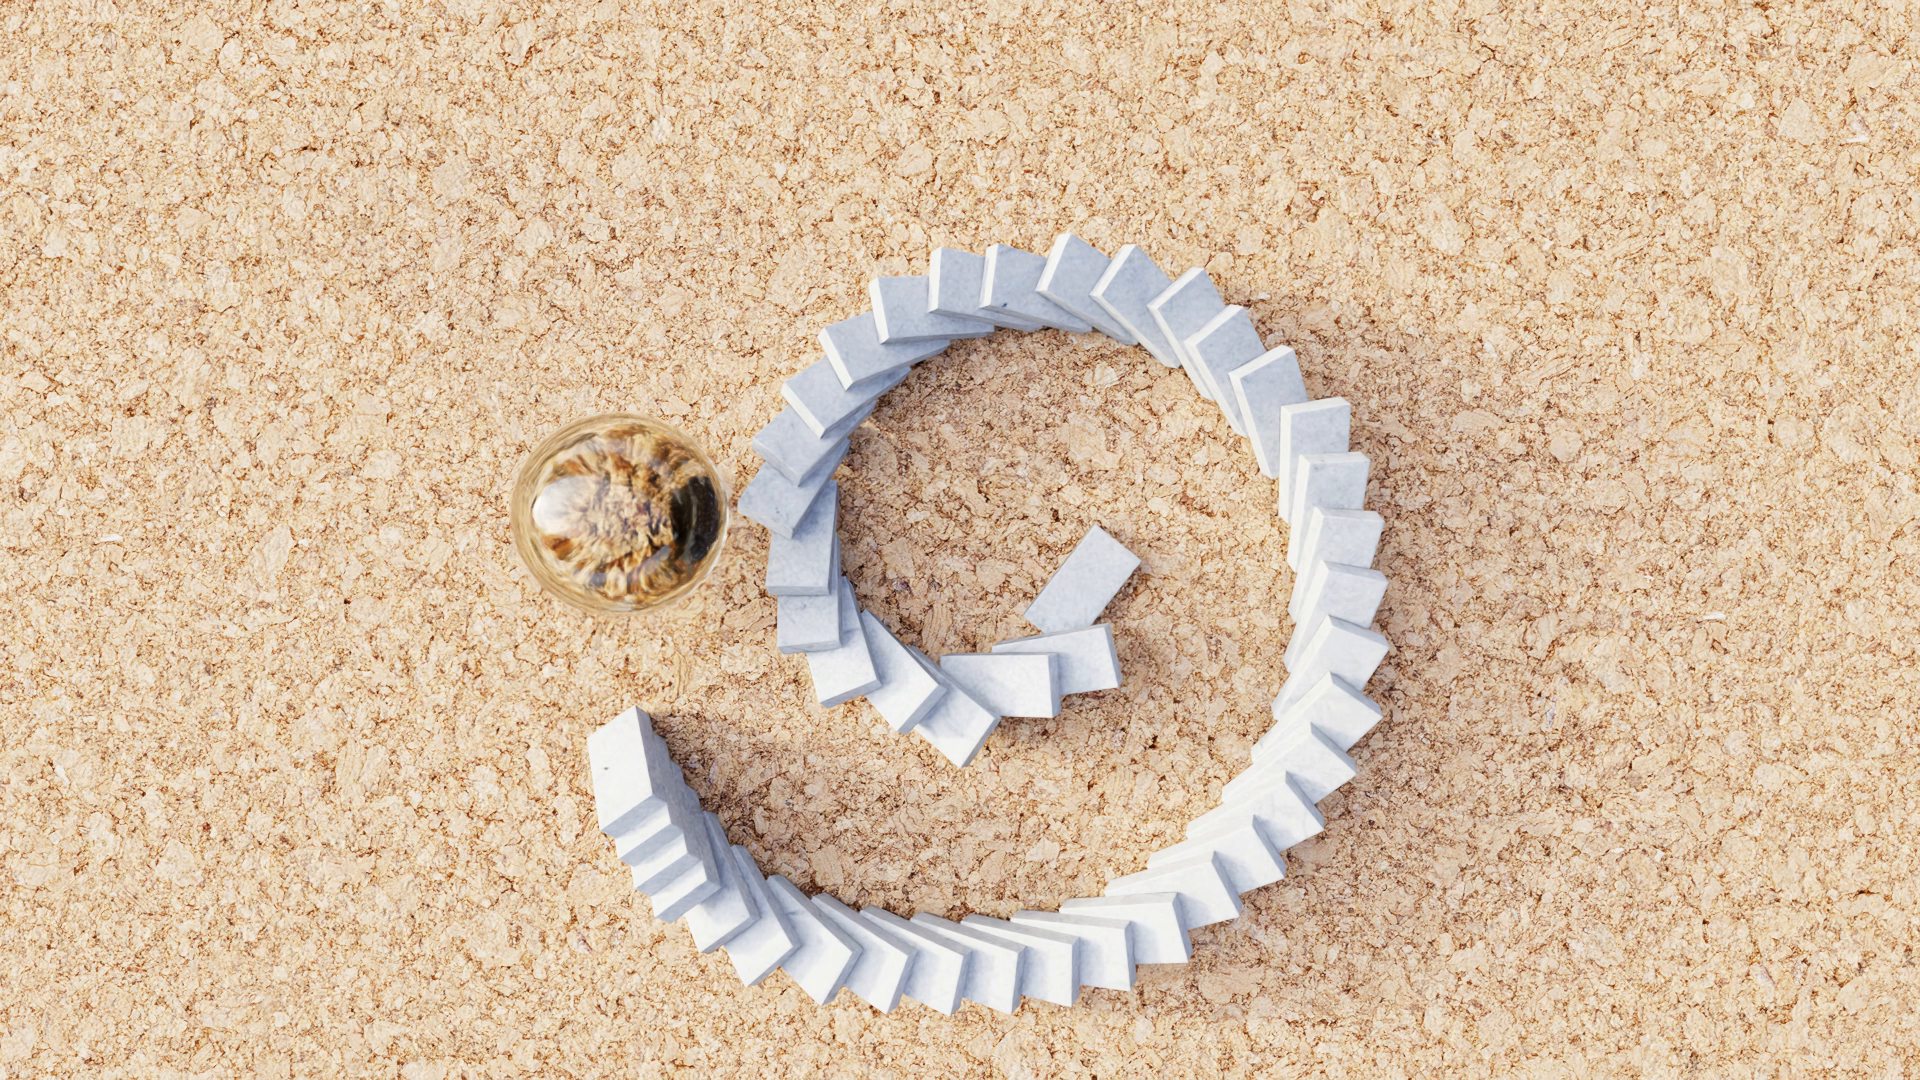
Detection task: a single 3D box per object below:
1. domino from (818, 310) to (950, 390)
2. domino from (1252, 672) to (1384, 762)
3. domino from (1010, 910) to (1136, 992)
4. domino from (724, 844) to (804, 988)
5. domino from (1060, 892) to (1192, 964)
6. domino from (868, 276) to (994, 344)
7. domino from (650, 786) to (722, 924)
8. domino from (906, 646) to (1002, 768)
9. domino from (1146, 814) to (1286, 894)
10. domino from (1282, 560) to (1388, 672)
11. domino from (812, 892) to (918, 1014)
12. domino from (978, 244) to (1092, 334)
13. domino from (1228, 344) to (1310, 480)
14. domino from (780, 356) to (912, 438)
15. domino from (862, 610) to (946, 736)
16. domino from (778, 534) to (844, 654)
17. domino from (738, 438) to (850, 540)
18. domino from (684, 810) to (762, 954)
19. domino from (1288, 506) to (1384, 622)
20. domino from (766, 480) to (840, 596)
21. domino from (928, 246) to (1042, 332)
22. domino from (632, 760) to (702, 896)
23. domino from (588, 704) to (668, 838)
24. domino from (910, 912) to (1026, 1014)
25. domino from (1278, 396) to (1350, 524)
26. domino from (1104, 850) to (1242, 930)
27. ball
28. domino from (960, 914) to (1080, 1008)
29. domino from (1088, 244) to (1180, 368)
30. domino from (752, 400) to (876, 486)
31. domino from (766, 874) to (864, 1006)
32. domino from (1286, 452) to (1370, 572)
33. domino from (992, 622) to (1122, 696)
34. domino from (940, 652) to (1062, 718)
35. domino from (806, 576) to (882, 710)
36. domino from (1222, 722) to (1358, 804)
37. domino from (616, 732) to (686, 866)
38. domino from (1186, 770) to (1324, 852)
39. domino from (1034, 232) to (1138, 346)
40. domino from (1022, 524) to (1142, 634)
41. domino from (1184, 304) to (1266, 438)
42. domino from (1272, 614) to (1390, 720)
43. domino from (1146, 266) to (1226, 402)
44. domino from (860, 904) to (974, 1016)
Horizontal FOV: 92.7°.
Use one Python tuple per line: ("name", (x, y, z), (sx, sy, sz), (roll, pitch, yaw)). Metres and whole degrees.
("domino", (-0.031, -0.084, 0.384), (0.050, 0.009, 0.025), (-27, 90, -28))
("domino", (0.149, 0.081, 0.384), (0.025, 0.009, 0.050), (34, 117, 0))
("domino", (0.047, 0.171, 0.385), (0.050, 0.009, 0.025), (-6, 90, 26))
("domino", (-0.090, 0.157, 0.384), (0.025, 0.009, 0.050), (-41, 63, 0))
("domino", (0.069, 0.163, 0.384), (0.050, 0.010, 0.025), (-15, 90, 27))
("domino", (-0.011, -0.097, 0.384), (0.050, 0.009, 0.025), (-11, 90, -28))
("domino", (-0.117, 0.128, 0.379), (0.025, 0.050, 0.009), (-36, 134, 0))
("domino", (-0.010, 0.069, 0.385), (0.050, 0.009, 0.025), (36, 96, 23))
("domino", (0.107, 0.137, 0.385), (0.050, 0.010, 0.025), (-32, 90, 26))
("domino", (0.157, 0.035, 0.385), (0.025, 0.009, 0.050), (11, 116, 0))
("domino", (-0.044, 0.172, 0.385), (0.050, 0.010, 0.025), (20, 90, 26))
("domino", (0.034, -0.105, 0.384), (0.050, 0.009, 0.025), (7, 90, -27))
("domino", (0.133, -0.053, 0.385), (0.025, 0.010, 0.050), (-28, 117, 0))
("domino", (-0.047, -0.067, 0.384), (0.050, 0.009, 0.025), (-40, 90, -28))
("domino", (-0.031, 0.055, 0.383), (0.025, 0.010, 0.050), (-48, 58, 0))
("domino", (-0.063, 0.022, 0.384), (0.025, 0.009, 0.050), (-6, 62, 2))
("domino", (-0.069, -0.027, 0.384), (0.025, 0.010, 0.050), (27, 61, 1))
("domino", (-0.105, 0.142, 0.383), (0.025, 0.009, 0.050), (-36, 60, 0))
("domino", (0.157, 0.012, 0.385), (0.025, 0.009, 0.050), (5, 117, 0))
("domino", (-0.065, -0.001, 0.384), (0.025, 0.009, 0.050), (1, 62, 0))
("domino", (0.012, -0.104, 0.384), (0.050, 0.009, 0.025), (4, 90, -27))
("domino", (-0.124, 0.117, 0.379), (0.025, 0.050, 0.010), (-34, 134, 0))
("domino", (-0.138, 0.095, 0.379), (0.025, 0.050, 0.010), (-35, 134, 0))
("domino", (0.002, 0.177, 0.385), (0.050, 0.009, 0.025), (7, 90, 26))
("domino", (0.148, -0.033, 0.384), (0.025, 0.010, 0.050), (-9, 117, 0))
("domino", (0.089, 0.150, 0.385), (0.050, 0.010, 0.025), (-28, 90, 26))
("ball", (-0.132, -0.010, 0.360), (0.080, 0.080, 0.080), (0, 90, 0))
("domino", (0.025, 0.176, 0.385), (0.050, 0.009, 0.025), (1, 90, 26))
("domino", (0.080, -0.097, 0.384), (0.050, 0.010, 0.025), (35, 90, -27))
("domino", (-0.061, -0.048, 0.384), (0.025, 0.009, 0.050), (40, 62, 0))
("domino", (-0.067, 0.167, 0.384), (0.050, 0.010, 0.025), (31, 90, 27))
("domino", (0.154, -0.011, 0.384), (0.025, 0.009, 0.050), (-3, 117, 0))
("domino", (0.041, 0.052, 0.385), (0.050, 0.010, 0.025), (-12, 93, 23))
("domino", (0.017, 0.060, 0.384), (0.050, 0.009, 0.025), (-4, 90, 28))
("domino", (-0.052, 0.042, 0.383), (0.025, 0.009, 0.050), (-22, 60, 2))
("domino", (0.137, 0.101, 0.385), (0.025, 0.009, 0.050), (42, 117, 0))
("domino", (-0.131, 0.106, 0.379), (0.025, 0.050, 0.009), (-34, 134, 0))
("domino", (0.123, 0.120, 0.385), (0.050, 0.010, 0.025), (-39, 90, 26))
("domino", (0.058, -0.104, 0.384), (0.050, 0.009, 0.025), (23, 90, -27))
("domino", (0.052, 0.021, 0.395), (0.025, 0.010, 0.050), (38, 90, 0))
("domino", (0.117, -0.070, 0.385), (0.025, 0.009, 0.050), (-39, 117, 0))
("domino", (0.155, 0.058, 0.385), (0.025, 0.009, 0.050), (21, 117, 0))
("domino", (0.102, -0.086, 0.385), (0.025, 0.009, 0.050), (-40, 117, 0))
("domino", (-0.021, 0.176, 0.385), (0.050, 0.010, 0.025), (12, 90, 26))
